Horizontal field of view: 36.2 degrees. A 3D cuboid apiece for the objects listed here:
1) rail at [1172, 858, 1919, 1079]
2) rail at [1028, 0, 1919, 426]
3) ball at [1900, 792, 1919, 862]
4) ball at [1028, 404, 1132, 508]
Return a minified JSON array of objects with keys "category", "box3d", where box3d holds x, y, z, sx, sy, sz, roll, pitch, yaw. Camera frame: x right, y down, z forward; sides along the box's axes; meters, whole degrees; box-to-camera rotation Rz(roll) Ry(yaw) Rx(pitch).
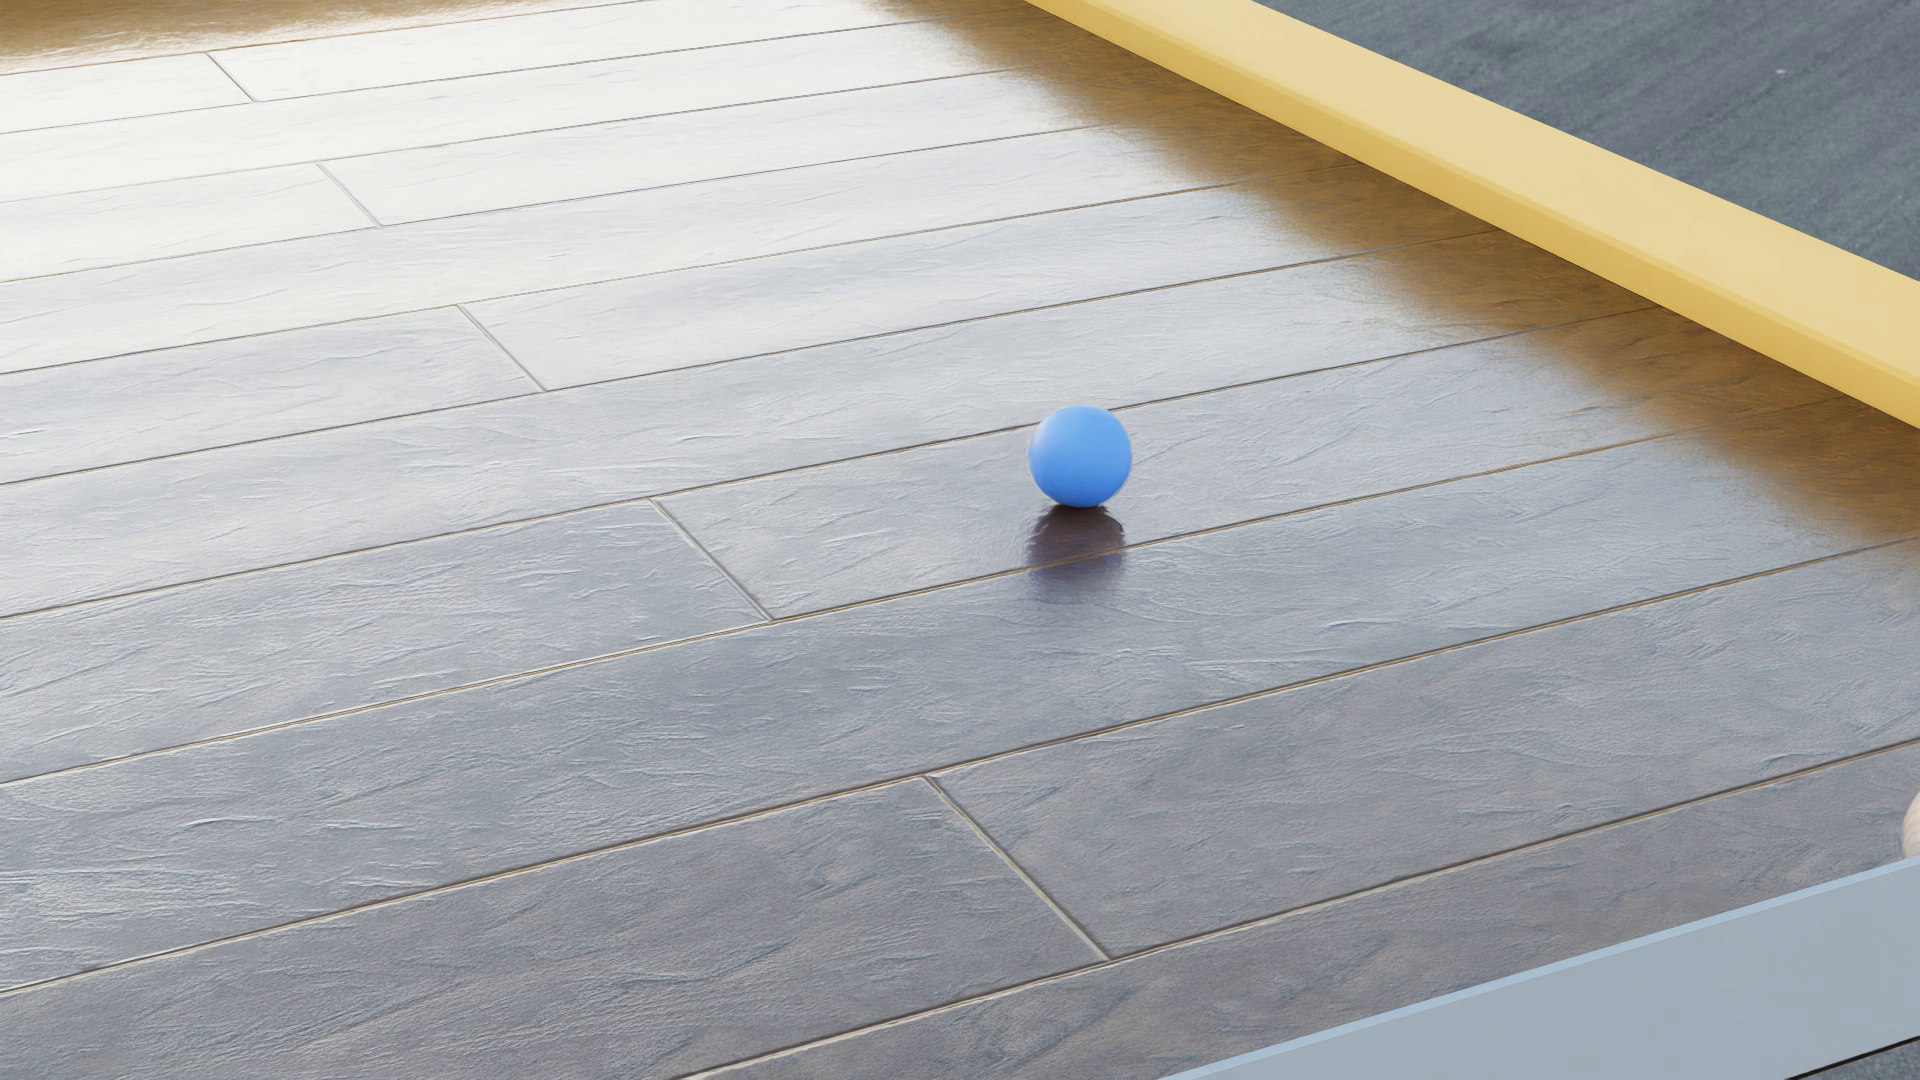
[{"category":"rail","box3d":[0.323,0.253,1.535,1.716,0.120,0.045,-11,27,-24]},{"category":"rail","box3d":[0.415,-0.449,3.084,0.045,0.120,3.018,-11,27,-24]},{"category":"ball","box3d":[0.603,0.179,1.735,0.092,0.092,0.092,0,24,0]},{"category":"ball","box3d":[0.093,-0.065,2.288,0.080,0.080,0.080,0,24,0]}]
